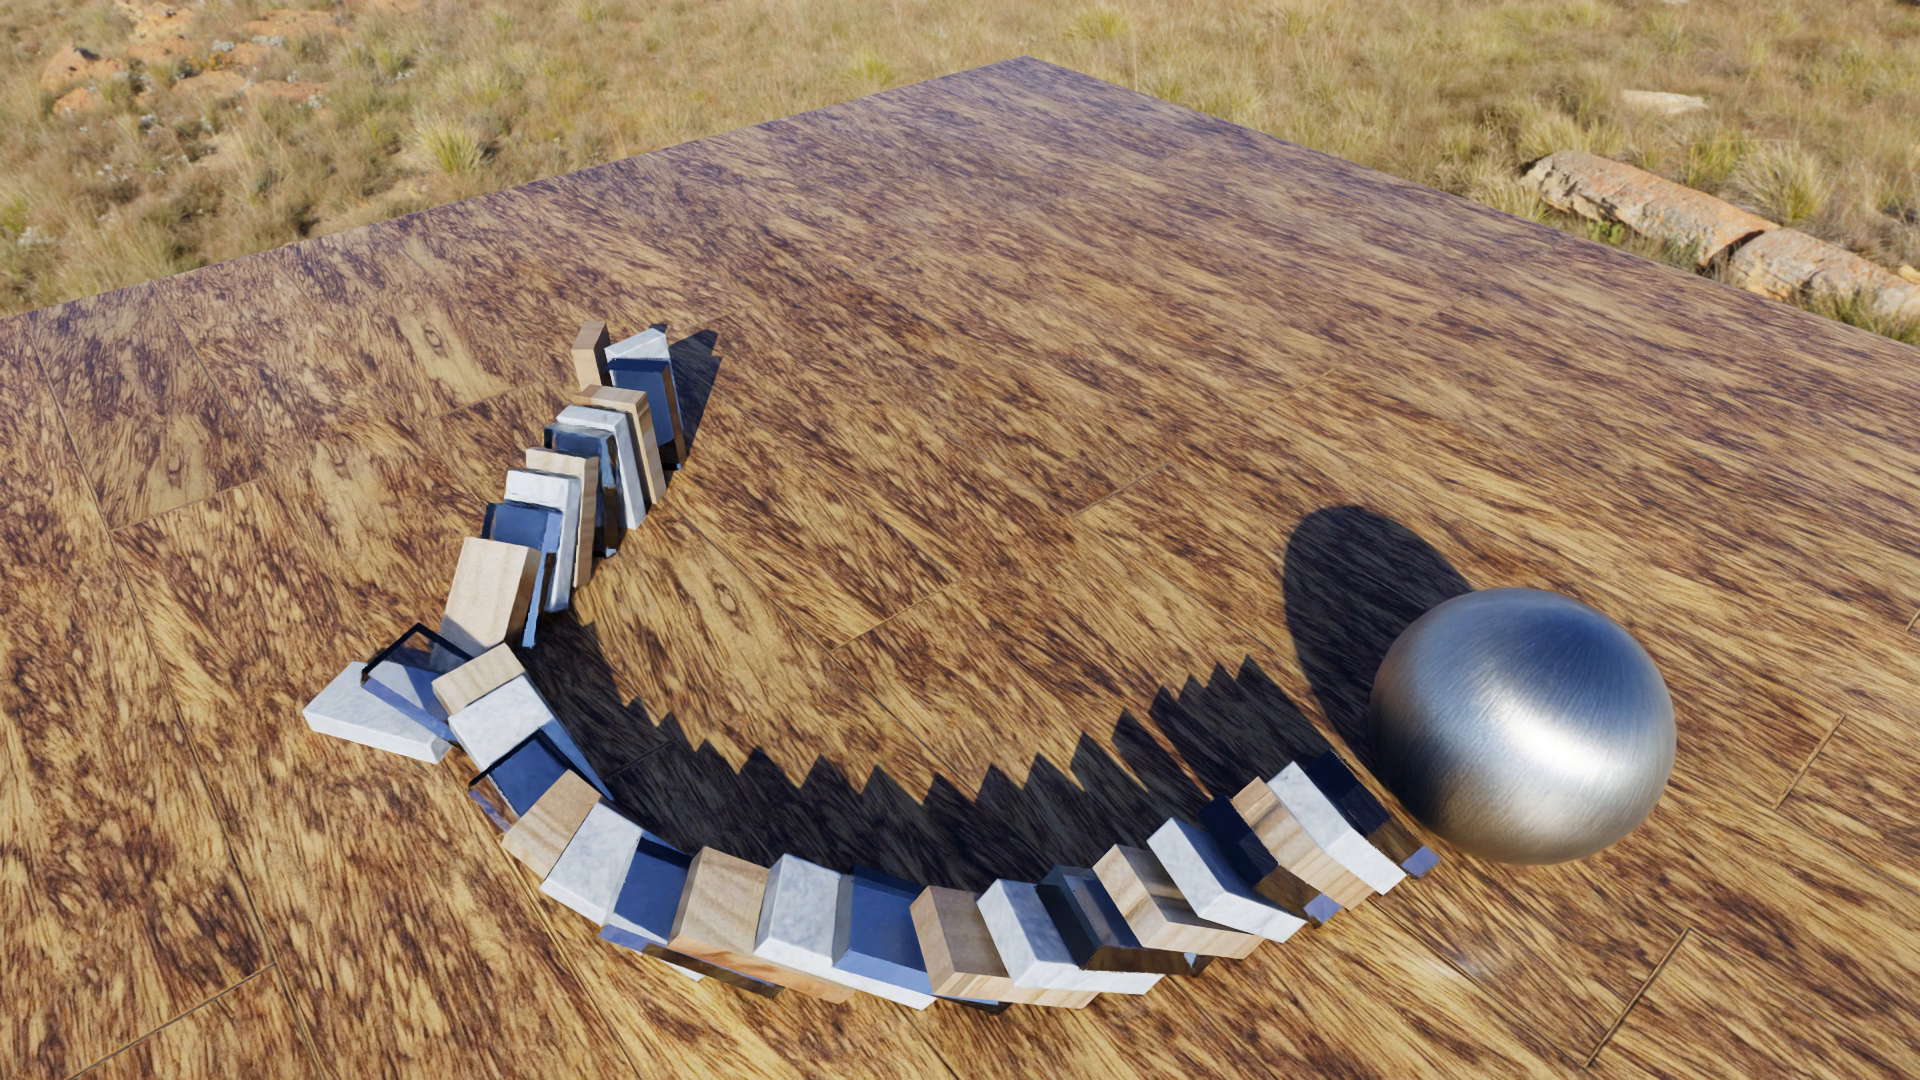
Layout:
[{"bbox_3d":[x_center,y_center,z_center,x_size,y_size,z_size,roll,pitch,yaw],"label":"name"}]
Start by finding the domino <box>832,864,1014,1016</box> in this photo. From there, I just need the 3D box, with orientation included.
[{"bbox_3d":[-0.009,0.107,0.294,0.050,0.010,0.025,24,35,-20],"label":"domino"}]

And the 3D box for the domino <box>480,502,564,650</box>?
[{"bbox_3d":[-0.164,0.013,0.402,0.025,0.050,0.009,9,-4,11],"label":"domino"}]

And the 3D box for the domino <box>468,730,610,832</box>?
[{"bbox_3d":[-0.118,0.083,0.325,0.050,0.009,0.025,43,51,7],"label":"domino"}]

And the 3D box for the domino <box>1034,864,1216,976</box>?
[{"bbox_3d":[0.045,0.103,0.295,0.050,0.010,0.025,21,23,-39],"label":"domino"}]

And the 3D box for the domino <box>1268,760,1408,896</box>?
[{"bbox_3d":[0.108,0.083,0.314,0.010,0.050,0.025,-44,44,8],"label":"domino"}]

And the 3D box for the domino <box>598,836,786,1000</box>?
[{"bbox_3d":[-0.069,0.102,0.297,0.050,0.010,0.025,27,42,-16],"label":"domino"}]

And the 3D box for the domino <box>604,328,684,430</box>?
[{"bbox_3d":[-0.141,-0.067,0.493,0.010,0.050,0.025,30,48,31],"label":"domino"}]

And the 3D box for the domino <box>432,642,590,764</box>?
[{"bbox_3d":[-0.144,0.060,0.353,0.025,0.010,0.050,-32,75,-33],"label":"domino"}]

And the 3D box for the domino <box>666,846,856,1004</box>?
[{"bbox_3d":[-0.050,0.104,0.296,0.050,0.009,0.025,26,42,-18],"label":"domino"}]

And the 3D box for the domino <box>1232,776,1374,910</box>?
[{"bbox_3d":[0.097,0.086,0.310,0.009,0.050,0.025,-44,45,8],"label":"domino"}]

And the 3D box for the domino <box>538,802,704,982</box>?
[{"bbox_3d":[-0.086,0.097,0.304,0.050,0.010,0.025,35,45,-10],"label":"domino"}]

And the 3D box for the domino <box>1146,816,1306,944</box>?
[{"bbox_3d":[0.074,0.094,0.302,0.010,0.050,0.025,-47,44,12],"label":"domino"}]

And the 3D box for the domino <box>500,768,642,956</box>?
[{"bbox_3d":[-0.101,0.091,0.313,0.050,0.010,0.025,39,46,-1],"label":"domino"}]

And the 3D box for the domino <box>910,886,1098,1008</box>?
[{"bbox_3d":[0.012,0.108,0.290,0.050,0.009,0.025,21,28,-33],"label":"domino"}]

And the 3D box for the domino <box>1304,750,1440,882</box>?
[{"bbox_3d":[0.120,0.080,0.318,0.009,0.050,0.025,-44,45,8],"label":"domino"}]

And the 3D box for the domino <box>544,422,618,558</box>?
[{"bbox_3d":[-0.150,-0.020,0.435,0.025,0.050,0.009,10,23,12],"label":"domino"}]

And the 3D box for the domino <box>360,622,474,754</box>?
[{"bbox_3d":[-0.168,0.051,0.364,0.050,0.009,0.025,33,42,-1],"label":"domino"}]

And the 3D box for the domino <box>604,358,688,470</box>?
[{"bbox_3d":[-0.136,-0.054,0.477,0.025,0.050,0.009,4,39,5],"label":"domino"}]

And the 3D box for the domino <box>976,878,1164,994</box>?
[{"bbox_3d":[0.030,0.106,0.292,0.050,0.009,0.025,21,25,-37],"label":"domino"}]

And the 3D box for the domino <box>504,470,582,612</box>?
[{"bbox_3d":[-0.159,0.000,0.414,0.025,0.050,0.009,9,5,11],"label":"domino"}]

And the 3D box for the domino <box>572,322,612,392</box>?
[{"bbox_3d":[-0.163,-0.070,0.497,0.009,0.050,0.025,-1,39,-1],"label":"domino"}]

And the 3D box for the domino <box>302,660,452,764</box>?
[{"bbox_3d":[-0.192,0.058,0.373,0.050,0.010,0.025,11,41,13],"label":"domino"}]

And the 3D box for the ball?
[{"bbox_3d":[0.162,0.054,0.322,0.080,0.080,0.080,0,39,0],"label":"ball"}]

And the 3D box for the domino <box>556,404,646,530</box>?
[{"bbox_3d":[-0.145,-0.029,0.447,0.025,0.050,0.010,10,39,12],"label":"domino"}]

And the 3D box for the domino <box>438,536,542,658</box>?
[{"bbox_3d":[-0.168,0.026,0.389,0.025,0.010,0.050,9,80,11],"label":"domino"}]

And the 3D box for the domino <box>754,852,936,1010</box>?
[{"bbox_3d":[-0.029,0.105,0.295,0.050,0.009,0.025,26,37,-18],"label":"domino"}]

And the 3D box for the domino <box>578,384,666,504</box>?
[{"bbox_3d":[-0.140,-0.040,0.460,0.025,0.050,0.009,9,40,11],"label":"domino"}]

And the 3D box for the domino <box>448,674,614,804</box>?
[{"bbox_3d":[-0.133,0.069,0.340,0.025,0.010,0.050,-33,77,-33],"label":"domino"}]

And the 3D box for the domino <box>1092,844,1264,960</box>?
[{"bbox_3d":[0.060,0.099,0.299,0.050,0.010,0.025,25,20,-42],"label":"domino"}]

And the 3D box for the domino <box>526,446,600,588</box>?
[{"bbox_3d":[-0.155,-0.009,0.424,0.025,0.050,0.009,10,10,12],"label":"domino"}]

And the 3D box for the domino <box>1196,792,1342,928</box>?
[{"bbox_3d":[0.087,0.090,0.306,0.010,0.050,0.025,-44,45,8],"label":"domino"}]
